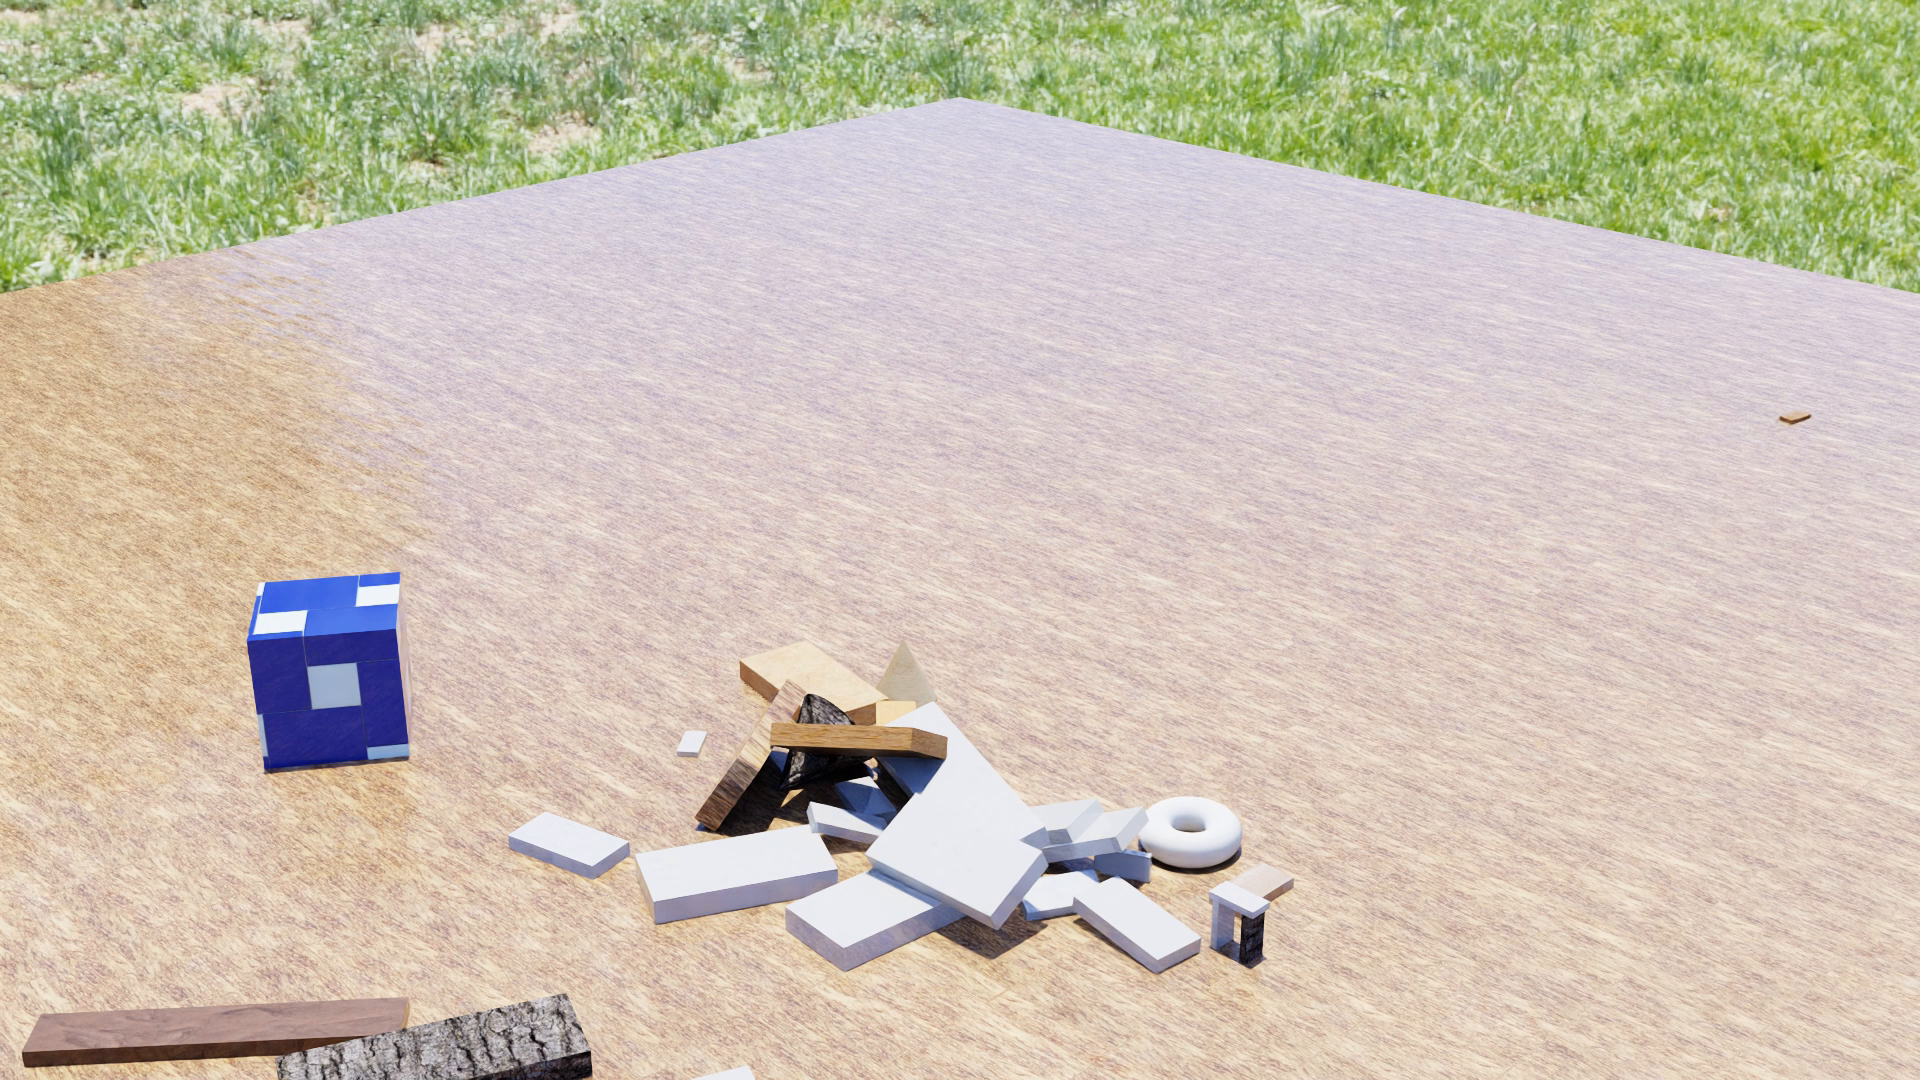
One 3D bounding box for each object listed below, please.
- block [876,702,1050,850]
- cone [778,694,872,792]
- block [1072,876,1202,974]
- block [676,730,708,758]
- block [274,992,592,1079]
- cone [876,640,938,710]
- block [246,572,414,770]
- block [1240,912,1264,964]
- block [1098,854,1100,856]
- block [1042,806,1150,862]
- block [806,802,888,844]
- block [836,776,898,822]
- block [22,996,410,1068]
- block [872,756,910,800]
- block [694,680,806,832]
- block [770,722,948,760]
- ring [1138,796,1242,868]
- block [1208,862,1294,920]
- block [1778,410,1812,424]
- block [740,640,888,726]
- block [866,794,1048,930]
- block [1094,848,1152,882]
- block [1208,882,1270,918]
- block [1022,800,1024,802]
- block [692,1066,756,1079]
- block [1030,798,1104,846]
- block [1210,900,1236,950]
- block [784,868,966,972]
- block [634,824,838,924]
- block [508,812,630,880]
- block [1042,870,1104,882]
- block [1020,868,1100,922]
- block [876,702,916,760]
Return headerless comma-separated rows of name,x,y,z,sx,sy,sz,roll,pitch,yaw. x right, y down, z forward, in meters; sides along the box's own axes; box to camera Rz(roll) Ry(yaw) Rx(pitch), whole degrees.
block,-0.012,0.488,4.347,0.158,0.045,0.531,-26,31,-14
cone,-0.316,0.456,4.574,0.193,0.193,0.193,21,58,41
block,0.323,0.703,4.031,0.112,0.032,0.224,-18,35,-36
block,-0.574,0.437,4.713,0.046,0.013,0.093,2,23,5
block,-0.870,0.872,3.641,0.487,0.051,0.179,-9,25,-20
cone,-0.125,0.287,4.893,0.149,0.149,0.149,0,23,0
block,-1.346,0.276,4.729,0.298,0.298,0.298,-5,23,-11
block,0.526,0.710,3.961,0.014,0.100,0.050,21,31,41
block,0.244,0.589,4.225,0.111,0.016,0.055,-16,15,40
block,0.242,0.567,4.209,0.224,0.032,0.112,-16,15,39
block,-0.219,0.562,4.339,0.158,0.022,0.079,15,19,-17
block,-0.192,0.532,4.479,0.076,0.022,0.152,-10,25,-21
block,-1.261,0.837,3.748,0.621,0.031,0.108,-2,23,-4
block,-0.109,0.472,4.572,0.083,0.024,0.166,-17,39,-25
block,-0.426,0.437,4.507,0.050,0.177,0.354,35,26,-3
block,-0.202,0.402,4.395,0.317,0.045,0.158,0,-12,26
ring,0.452,0.574,4.322,0.205,0.068,0.205,-1,24,0
block,0.553,0.664,4.168,0.079,0.022,0.158,21,31,41
block,2.512,-0.369,6.614,0.093,0.013,0.046,-15,27,-32
block,-0.329,0.332,4.913,0.177,0.050,0.354,-15,27,-31
block,-0.008,0.594,4.087,0.317,0.045,0.158,20,57,38
block,0.313,0.621,4.227,0.111,0.055,0.016,8,24,18
block,0.503,0.648,3.960,0.100,0.014,0.050,21,31,41
block,0.030,0.523,4.380,0.207,0.022,0.076,14,43,43
block,-0.524,0.938,3.506,0.428,0.035,0.124,-9,25,-21
block,0.161,0.555,4.274,0.224,0.032,0.112,-14,16,44
block,0.479,0.691,4.004,0.014,0.100,0.050,21,31,41
block,-0.128,0.679,4.096,0.357,0.051,0.179,-18,29,-36
block,-0.427,0.635,4.199,0.354,0.050,0.177,-8,24,-17
block,-0.767,0.598,4.312,0.217,0.031,0.108,14,27,29
block,0.217,0.655,4.196,0.111,0.016,0.055,-4,23,-9
block,0.189,0.667,4.133,0.158,0.022,0.079,-7,40,-16
block,-0.134,0.401,4.633,0.083,0.024,0.167,0,34,-3
